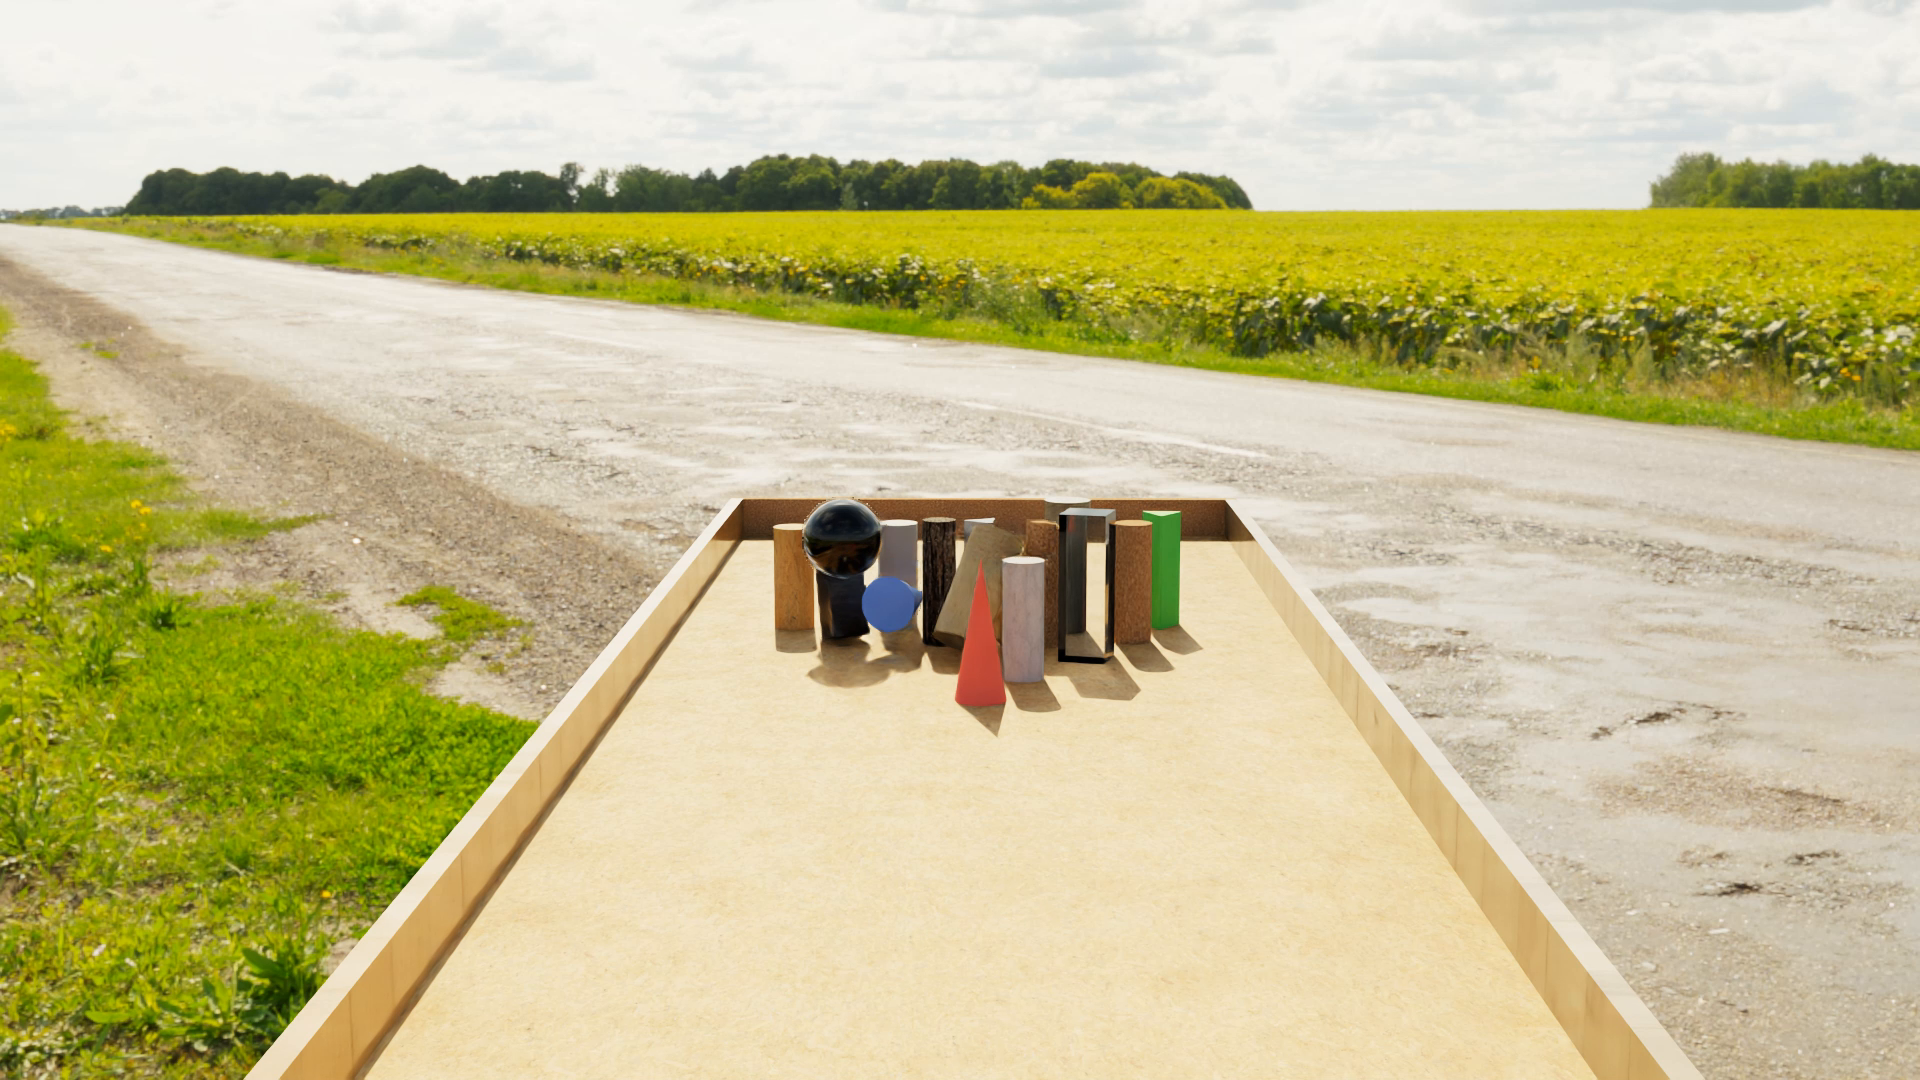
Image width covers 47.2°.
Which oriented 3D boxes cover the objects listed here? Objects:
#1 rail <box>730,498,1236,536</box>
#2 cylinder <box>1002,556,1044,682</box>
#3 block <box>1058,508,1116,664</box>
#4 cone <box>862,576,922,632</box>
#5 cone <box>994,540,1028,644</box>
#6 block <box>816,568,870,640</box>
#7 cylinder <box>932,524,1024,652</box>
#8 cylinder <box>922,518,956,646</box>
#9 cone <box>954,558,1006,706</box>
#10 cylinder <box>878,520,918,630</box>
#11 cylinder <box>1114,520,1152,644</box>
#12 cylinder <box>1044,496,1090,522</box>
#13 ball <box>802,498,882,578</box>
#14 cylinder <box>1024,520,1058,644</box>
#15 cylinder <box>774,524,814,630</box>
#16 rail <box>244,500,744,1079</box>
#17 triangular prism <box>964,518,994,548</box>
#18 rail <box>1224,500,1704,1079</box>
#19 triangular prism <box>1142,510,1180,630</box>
[{"bbox_3d":[0.099,-0.098,9.147,2.100,0.150,0.050,0,9,1],"label":"rail"},{"bbox_3d":[0.185,0.232,6.426,0.123,0.351,0.123,0,9,0],"label":"cylinder"},{"bbox_3d":[0.386,0.138,6.690,0.143,0.452,0.143,3,9,16],"label":"block"},{"bbox_3d":[-0.164,0.187,6.934,0.172,0.172,0.371,3,4,18],"label":"cone"},{"bbox_3d":[0.179,0.160,6.862,0.134,0.330,0.134,11,-10,2],"label":"cone"},{"bbox_3d":[-0.379,0.130,6.986,0.120,0.358,0.120,-3,-6,-21],"label":"block"},{"bbox_3d":[0.057,0.152,6.780,0.167,0.365,0.167,19,-16,6],"label":"cylinder"},{"bbox_3d":[-0.066,0.131,6.926,0.104,0.394,0.104,0,9,0],"label":"cylinder"},{"bbox_3d":[0.058,0.249,6.142,0.148,0.407,0.148,0,9,0],"label":"cone"},{"bbox_3d":[-0.203,0.114,7.195,0.130,0.344,0.130,0,9,0],"label":"cylinder"},{"bbox_3d":[0.546,0.133,6.956,0.120,0.379,0.120,0,9,0],"label":"cylinder"},{"bbox_3d":[0.350,0.077,7.180,0.150,0.420,0.150,0,9,0],"label":"cylinder"},{"bbox_3d":[-0.363,-0.005,6.813,0.247,0.247,0.247,0,9,0],"label":"ball"},{"bbox_3d":[0.265,0.132,6.927,0.144,0.374,0.144,5,3,0],"label":"cylinder"},{"bbox_3d":[-0.542,0.121,7.184,0.131,0.333,0.131,0,9,0],"label":"cylinder"},{"bbox_3d":[-1.004,0.839,3.234,0.050,0.150,12.000,0,9,1],"label":"rail"},{"bbox_3d":[0.084,0.107,7.212,0.108,0.350,0.093,6,11,34],"label":"triangular prism"},{"bbox_3d":[1.046,0.843,3.208,0.050,0.150,12.000,0,9,1],"label":"rail"},{"bbox_3d":[0.643,0.095,7.212,0.107,0.375,0.124,6,11,35],"label":"triangular prism"}]
